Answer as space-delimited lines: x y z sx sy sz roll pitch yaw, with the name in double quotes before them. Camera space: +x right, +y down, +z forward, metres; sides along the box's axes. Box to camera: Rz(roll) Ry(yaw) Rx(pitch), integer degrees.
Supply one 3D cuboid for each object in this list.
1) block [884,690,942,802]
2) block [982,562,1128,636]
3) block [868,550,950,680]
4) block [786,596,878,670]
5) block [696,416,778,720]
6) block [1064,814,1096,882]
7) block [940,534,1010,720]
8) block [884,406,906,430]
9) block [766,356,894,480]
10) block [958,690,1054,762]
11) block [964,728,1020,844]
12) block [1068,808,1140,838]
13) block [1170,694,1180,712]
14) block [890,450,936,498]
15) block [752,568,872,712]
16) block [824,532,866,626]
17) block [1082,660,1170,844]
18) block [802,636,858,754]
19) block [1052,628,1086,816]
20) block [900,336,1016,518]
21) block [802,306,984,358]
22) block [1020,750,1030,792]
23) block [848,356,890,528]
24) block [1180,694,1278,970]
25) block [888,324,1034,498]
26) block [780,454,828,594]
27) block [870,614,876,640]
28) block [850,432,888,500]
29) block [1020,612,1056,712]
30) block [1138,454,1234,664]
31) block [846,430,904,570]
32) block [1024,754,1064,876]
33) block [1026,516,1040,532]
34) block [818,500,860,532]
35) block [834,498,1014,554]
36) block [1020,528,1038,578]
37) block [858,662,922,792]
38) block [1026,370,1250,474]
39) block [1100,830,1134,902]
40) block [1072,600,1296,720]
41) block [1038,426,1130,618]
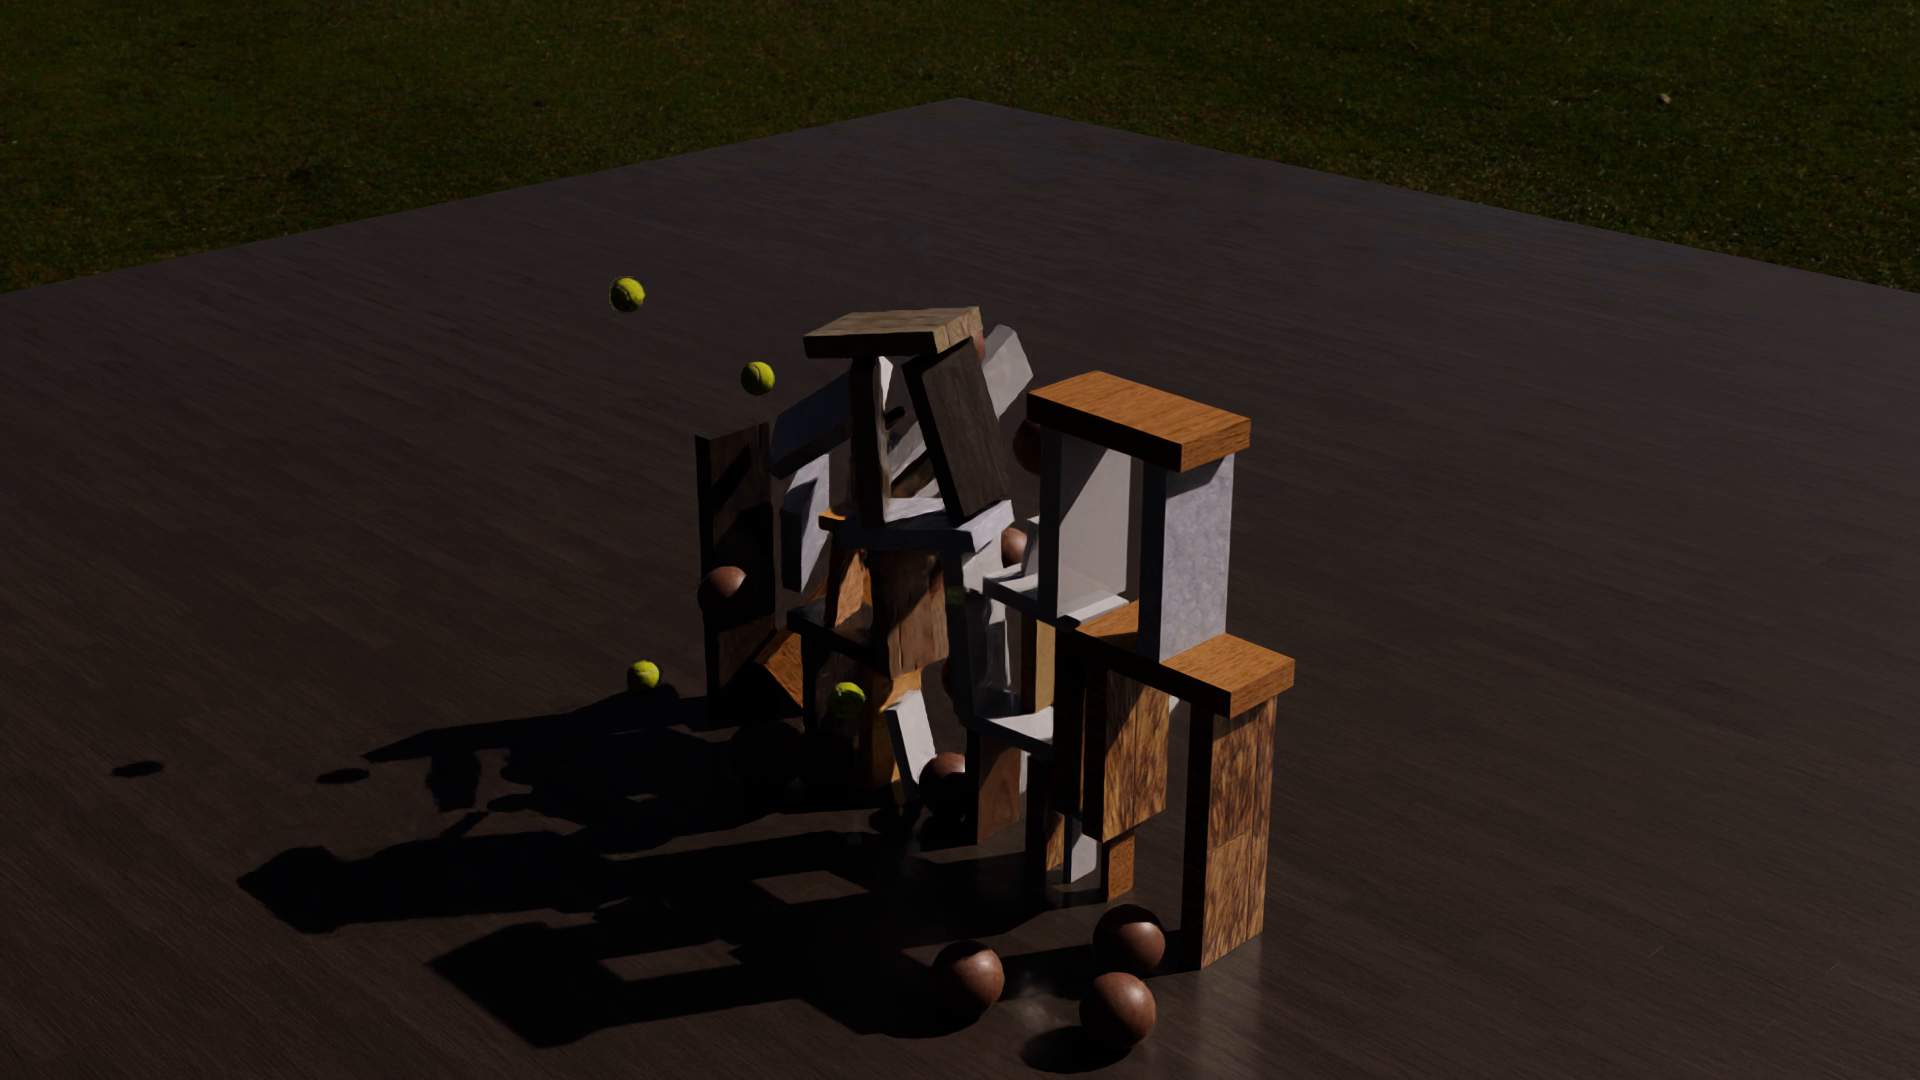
"block" -0.095 0.421 4.504 0.029 0.205 0.103 -3 19 31
"block" 0.176 0.106 4.083 0.128 0.036 0.256 -20 31 -38
"block" -0.099 0.110 4.359 0.153 0.306 0.043 -21 29 -33
"block" -0.209 0.186 4.535 0.286 0.041 0.143 21 31 41
"block" -0.481 0.064 4.772 0.046 0.654 0.164 22 31 40
"block" 0.231 0.579 4.214 0.071 0.142 0.020 -21 31 -41
"block" 0.032 0.152 4.217 0.043 0.350 0.153 10 29 27
"block" -0.140 -0.234 4.311 0.065 0.018 0.130 -31 -1 -3
"block" -0.270 -0.252 4.521 0.308 0.044 0.154 -29 37 36
"block" 0.132 0.356 4.241 0.247 0.035 0.124 18 29 36
"block" 0.065 0.465 4.347 0.035 0.247 0.124 21 31 38
"block" 0.264 0.517 4.153 0.071 0.020 0.142 -20 30 -39
"block" 0.400 0.375 4.841 0.103 0.029 0.205 10 25 23
"block" -0.064 -0.148 4.397 0.018 0.246 0.065 52 8 32
"block" -0.295 0.204 4.870 0.328 0.164 0.046 -50 35 -18
"block" -0.232 0.065 4.505 0.029 0.204 0.102 19 29 22
"block" 0.307 0.361 4.038 0.050 0.356 0.178 21 31 41
"block" -0.268 0.298 4.693 0.041 0.286 0.143 21 31 41
"block" 0.233 0.322 4.104 0.128 0.376 0.036 -19 30 -38
"block" 0.000 -0.209 4.072 0.043 0.302 0.151 0 23 46
"block" -0.126 -0.384 4.080 0.302 0.043 0.151 1 23 35
"block" 0.142 0.460 4.545 0.205 0.103 0.029 -21 31 -40
"block" -0.169 -0.194 4.149 0.043 0.302 0.151 -2 24 4
"block" 0.477 0.500 3.917 0.050 0.519 0.178 21 31 41
"block" -0.016 -0.234 4.547 0.044 0.154 0.449 27 68 33
"block" -0.337 -0.039 4.776 0.046 0.328 0.164 18 59 7
"block" -0.129 0.095 4.428 0.029 0.204 0.102 22 28 24
"block" -0.176 -0.145 4.273 0.065 0.130 0.018 -5 19 -27
"block" 0.173 0.193 4.254 0.036 0.256 0.128 17 27 36
"block" 0.390 0.015 3.805 0.179 0.362 0.051 -21 31 -40
"block" -0.169 -0.083 4.631 0.154 0.308 0.044 28 33 33
"block" 0.183 0.511 4.239 0.124 0.247 0.035 -21 32 -41
"block" 0.178 -0.021 4.048 0.053 0.015 0.105 -18 30 -35
"block" -0.171 -0.031 4.427 0.204 0.029 0.102 13 24 27
"block" -0.068 -0.030 4.180 0.306 0.043 0.153 2 24 32
"block" 0.145 0.017 4.109 0.053 0.105 0.015 -18 45 -36
"block" -0.144 0.363 4.538 0.041 0.286 0.143 22 31 39
"block" 0.305 -0.209 3.801 0.179 0.051 0.357 -21 31 -40
"block" 0.297 0.605 4.152 0.071 0.142 0.020 -21 31 -40
"block" 0.392 0.206 3.882 0.356 0.050 0.178 21 31 40
"block" 0.224 -0.054 3.959 0.179 0.357 0.051 -20 30 -38
